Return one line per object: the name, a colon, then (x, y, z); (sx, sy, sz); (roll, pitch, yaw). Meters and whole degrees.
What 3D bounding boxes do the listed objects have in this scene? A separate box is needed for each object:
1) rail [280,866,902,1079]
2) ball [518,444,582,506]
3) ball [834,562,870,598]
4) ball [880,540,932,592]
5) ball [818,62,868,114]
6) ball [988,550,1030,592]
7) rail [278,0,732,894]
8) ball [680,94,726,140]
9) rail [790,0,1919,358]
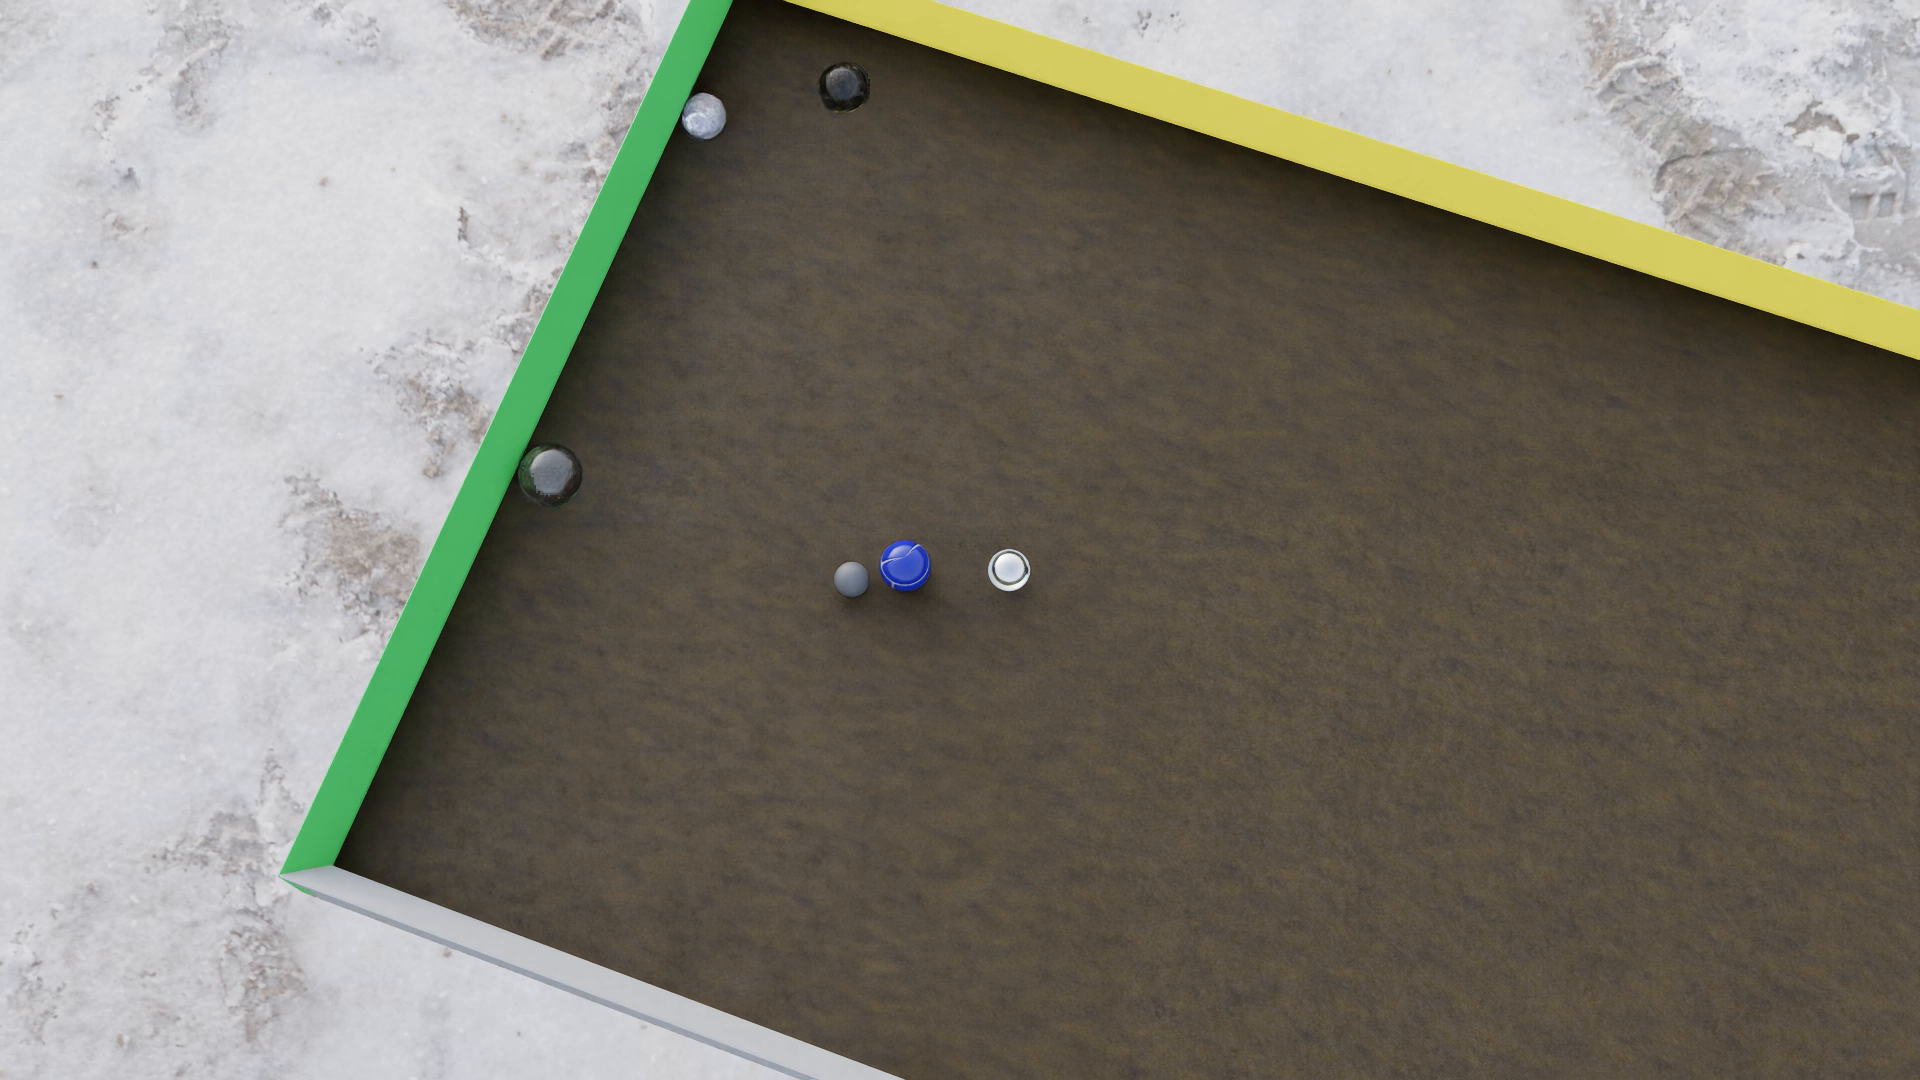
rail: (0.410, 0.958, 3.059); (2.943, 0.128, 0.045); (19, 72, 7)
ball: (-0.642, -0.102, 3.450); (0.099, 0.099, 0.099); (0, 71, 0)
ball: (-0.168, 0.061, 3.416); (0.055, 0.055, 0.055); (0, 71, 0)
ball: (-0.085, 0.040, 3.409); (0.081, 0.081, 0.081); (0, 71, 0)
ball: (-0.196, -0.759, 3.690); (0.084, 0.084, 0.084); (0, 71, 0)
ball: (0.076, 0.047, 3.415); (0.065, 0.065, 0.065); (0, 71, 0)
rail: (-0.669, -0.239, 3.482); (0.045, 0.128, 1.694); (19, 72, 7)
ball: (-0.428, -0.709, 3.676); (0.076, 0.076, 0.076); (0, 71, 0)
rail: (0.973, -0.501, 3.574); (2.943, 0.128, 0.045); (19, 72, 7)
